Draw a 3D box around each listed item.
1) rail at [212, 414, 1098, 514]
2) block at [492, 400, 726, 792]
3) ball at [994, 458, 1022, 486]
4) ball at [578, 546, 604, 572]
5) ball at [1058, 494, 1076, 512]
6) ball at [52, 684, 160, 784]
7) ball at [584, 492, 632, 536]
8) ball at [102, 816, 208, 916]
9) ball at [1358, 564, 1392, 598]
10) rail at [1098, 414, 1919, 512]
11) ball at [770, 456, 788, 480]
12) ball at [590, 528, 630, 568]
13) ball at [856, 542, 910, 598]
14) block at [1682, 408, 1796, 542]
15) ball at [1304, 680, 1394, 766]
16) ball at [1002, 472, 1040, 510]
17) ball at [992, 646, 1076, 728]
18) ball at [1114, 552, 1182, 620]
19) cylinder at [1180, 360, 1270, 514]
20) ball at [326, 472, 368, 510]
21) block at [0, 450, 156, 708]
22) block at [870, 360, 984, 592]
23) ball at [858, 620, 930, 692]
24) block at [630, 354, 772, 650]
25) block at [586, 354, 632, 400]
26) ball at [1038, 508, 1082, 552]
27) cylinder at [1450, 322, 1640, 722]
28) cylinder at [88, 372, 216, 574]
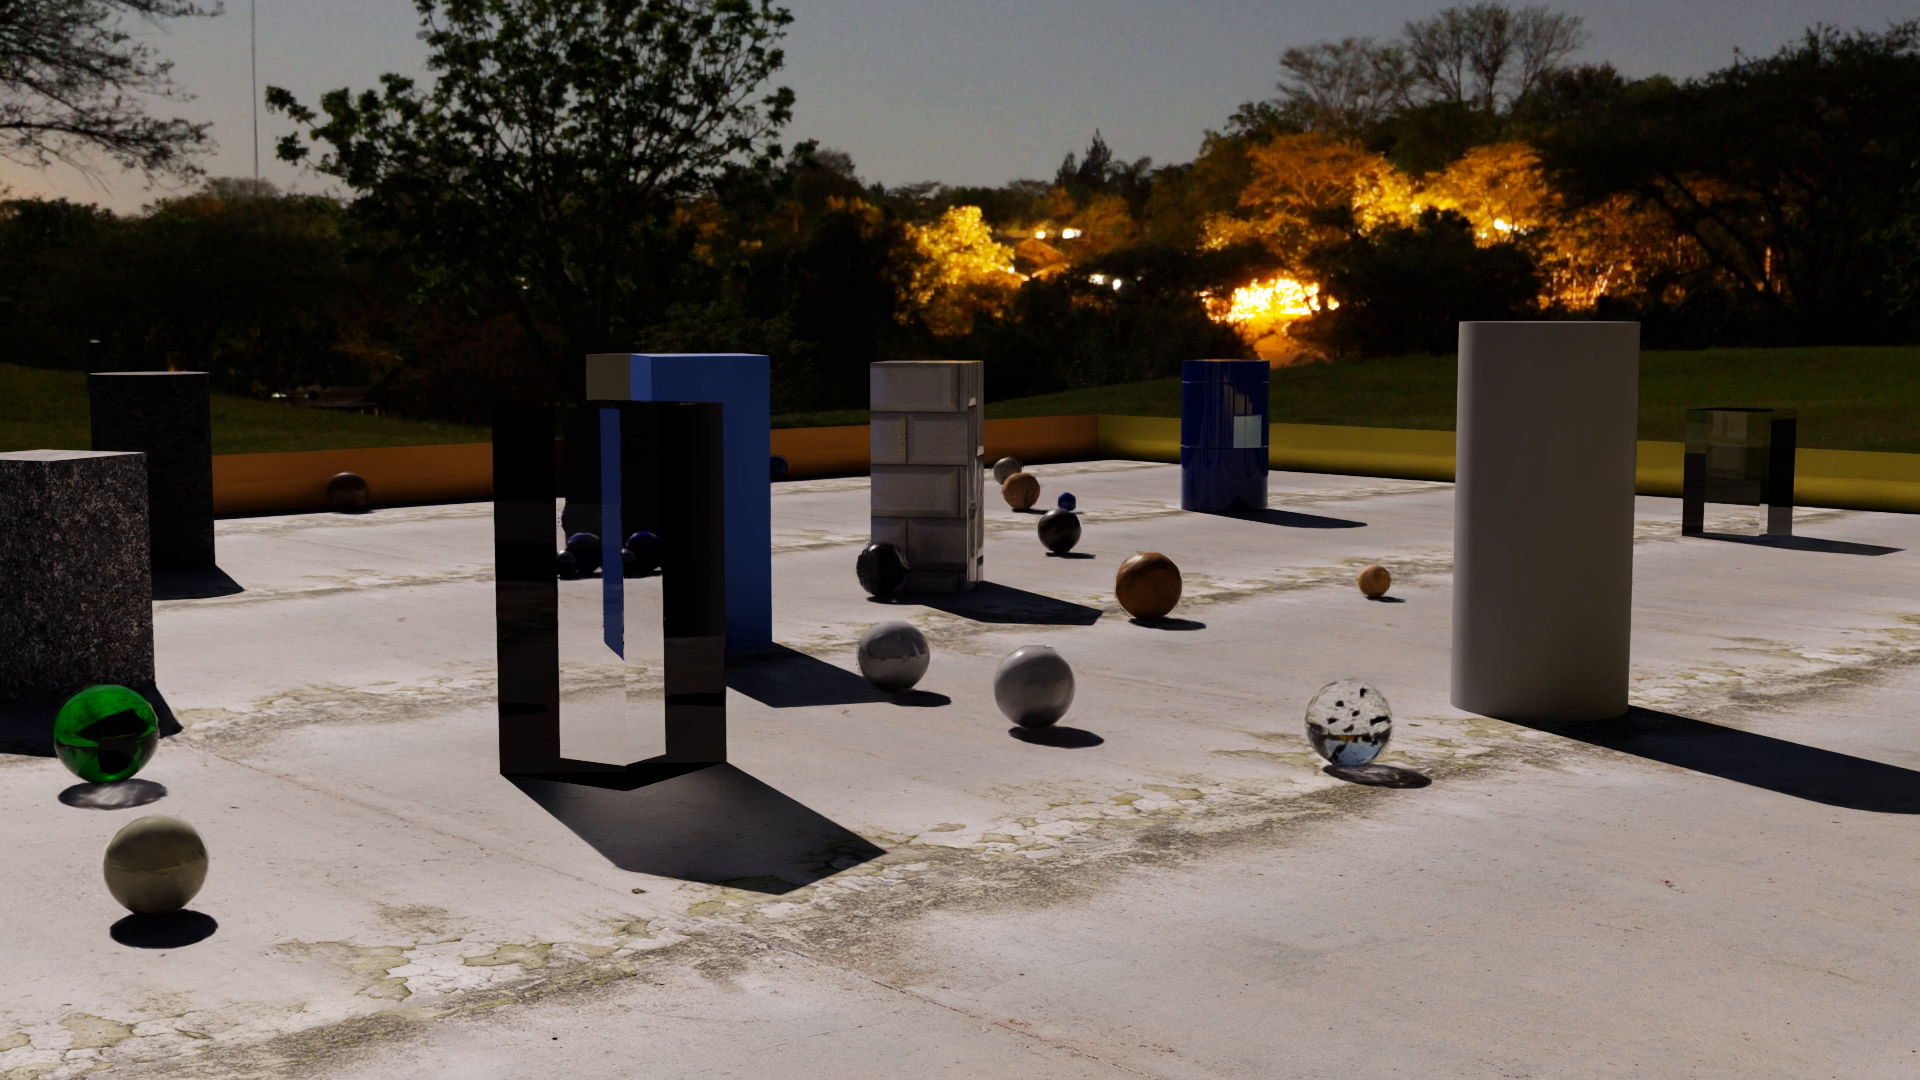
[{"bbox_3d":[-1.466,-0.133,4.912,5.170,0.126,0.045,-5,8,-42],"label":"rail"},{"bbox_3d":[-0.337,0.046,2.125,0.156,0.354,0.156,4,7,30],"label":"block"},{"bbox_3d":[0.120,-0.172,5.558,0.072,0.072,0.072,0,6,0],"label":"ball"},{"bbox_3d":[-0.628,0.033,3.734,0.044,0.044,0.044,0,6,0],"label":"ball"},{"bbox_3d":[0.235,-0.082,4.838,0.043,0.043,0.043,0,6,0],"label":"ball"},{"bbox_3d":[-0.804,0.182,2.071,0.094,0.094,0.094,0,6,0],"label":"ball"},{"bbox_3d":[-0.677,-0.045,4.234,0.096,0.096,0.096,0,6,0],"label":"ball"},{"bbox_3d":[-0.592,0.240,1.620,0.074,0.074,0.074,0,6,0],"label":"ball"},{"bbox_3d":[0.643,0.063,3.412,0.051,0.051,0.051,0,6,0],"label":"ball"},{"bbox_3d":[1.882,-0.148,5.059,0.045,0.126,4.371,-5,8,-42],"label":"rail"},{"bbox_3d":[-0.482,-0.189,5.765,0.062,0.062,0.062,0,6,0],"label":"ball"},{"bbox_3d":[-0.603,0.015,3.785,0.069,0.069,0.069,0,6,0],"label":"ball"},{"bbox_3d":[-0.119,0.046,3.416,0.085,0.085,0.085,0,6,0],"label":"ball"},{"bbox_3d":[1.535,-0.132,4.332,0.156,0.249,0.156,6,8,43],"label":"block"},{"bbox_3d":[0.379,0.179,2.147,0.086,0.086,0.086,0,6,0],"label":"ball"},{"bbox_3d":[0.137,-0.110,4.904,0.085,0.085,0.085,0,6,0],"label":"ball"},{"bbox_3d":[0.079,0.157,2.342,0.088,0.088,0.088,0,6,0],"label":"ball"},{"bbox_3d":[0.272,0.065,3.170,0.097,0.097,0.097,0,6,0],"label":"ball"},{"bbox_3d":[0.591,-0.234,4.904,0.194,0.332,0.194,0,6,0],"label":"cylinder"},{"bbox_3d":[-1.358,-0.108,4.875,0.088,0.088,0.088,0,6,0],"label":"ball"},{"bbox_3d":[-1.054,0.040,2.549,0.156,0.277,0.156,2,6,20],"label":"block"},{"bbox_3d":[-0.052,-0.106,3.546,0.156,0.361,0.156,1,6,10],"label":"block"},{"bbox_3d":[-0.077,0.135,2.566,0.084,0.084,0.084,0,6,0],"label":"ball"},{"bbox_3d":[-0.346,-0.054,2.934,0.156,0.384,0.156,-2,6,-18],"label":"block"},{"bbox_3d":[-0.589,-0.164,4.090,0.156,0.362,0.156,1,6,13],"label":"block"},{"bbox_3d":[0.182,-0.017,4.038,0.081,0.081,0.081,0,6,0],"label":"ball"},{"bbox_3d":[0.652,-0.027,2.458,0.194,0.431,0.194,0,6,0],"label":"cylinder"},{"bbox_3d":[-1.395,-0.120,3.800,0.194,0.335,0.194,0,6,0],"label":"cylinder"}]
